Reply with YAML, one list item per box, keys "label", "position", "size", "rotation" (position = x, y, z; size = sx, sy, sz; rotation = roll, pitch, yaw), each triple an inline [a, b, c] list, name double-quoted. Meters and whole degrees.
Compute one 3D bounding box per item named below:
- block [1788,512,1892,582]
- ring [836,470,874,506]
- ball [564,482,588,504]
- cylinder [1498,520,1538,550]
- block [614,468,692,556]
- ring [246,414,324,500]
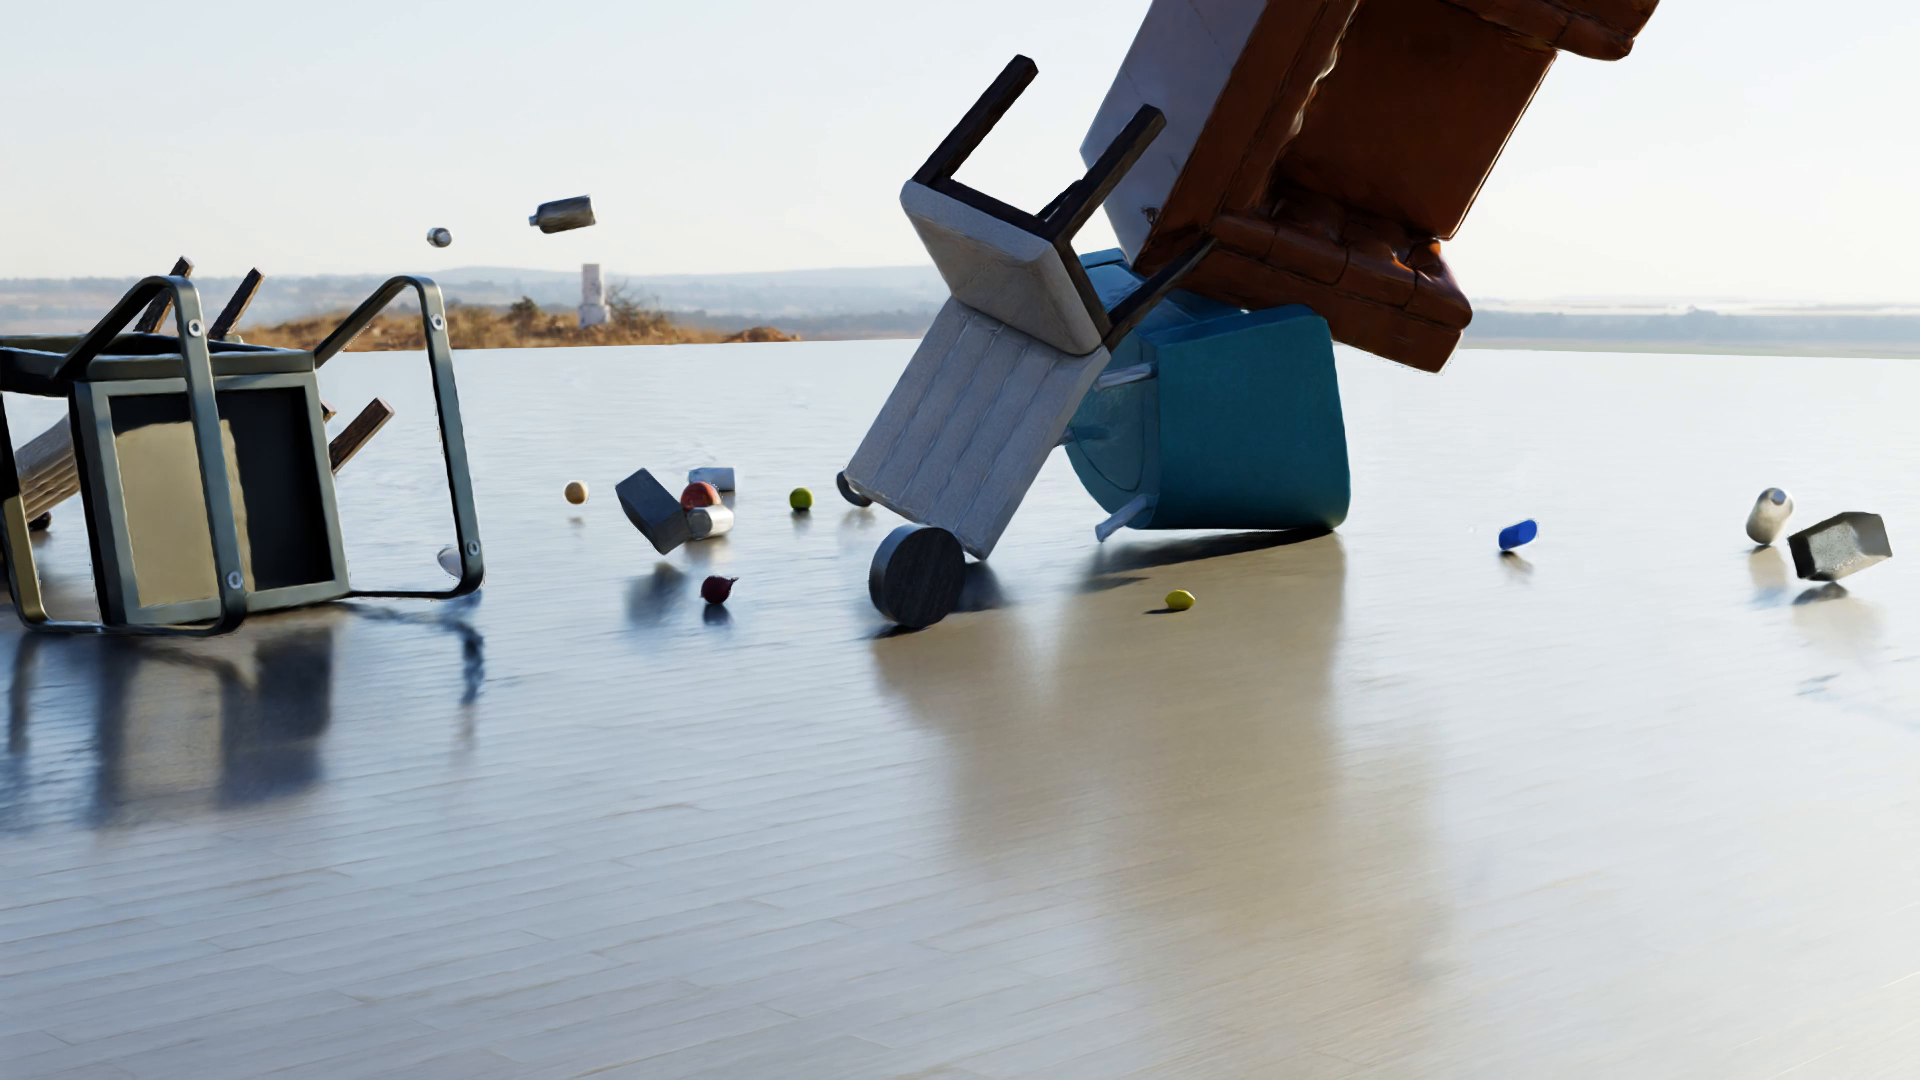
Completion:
- label: "block"
  position: [1.874, 0.015, 5.465]
  size: [0.118, 0.098, 0.157]
  rotation: [2, -21, -33]
- label: "ring"
  position: [-0.297, -0.146, 7.302]
  size: [0.102, 0.130, 0.029]
  rotation: [-44, 5, 41]
- label: "ball"
  position: [-1.080, -0.133, 7.221]
  size: [0.066, 0.066, 0.066]
  rotation: [0, 6, 0]
- label: "cylinder"
  position: [1.339, -0.013, 6.162]
  size: [0.068, 0.047, 0.080]
  rotation: [-46, 10, -26]
- label: "block"
  position: [-0.718, -0.067, 6.011]
  size: [0.086, 0.116, 0.161]
  rotation: [-36, 58, -16]
- label: "ring"
  position: [-1.463, -0.181, 5.569]
  size: [0.128, 0.190, 0.155]
  rotation: [23, 36, 15]
